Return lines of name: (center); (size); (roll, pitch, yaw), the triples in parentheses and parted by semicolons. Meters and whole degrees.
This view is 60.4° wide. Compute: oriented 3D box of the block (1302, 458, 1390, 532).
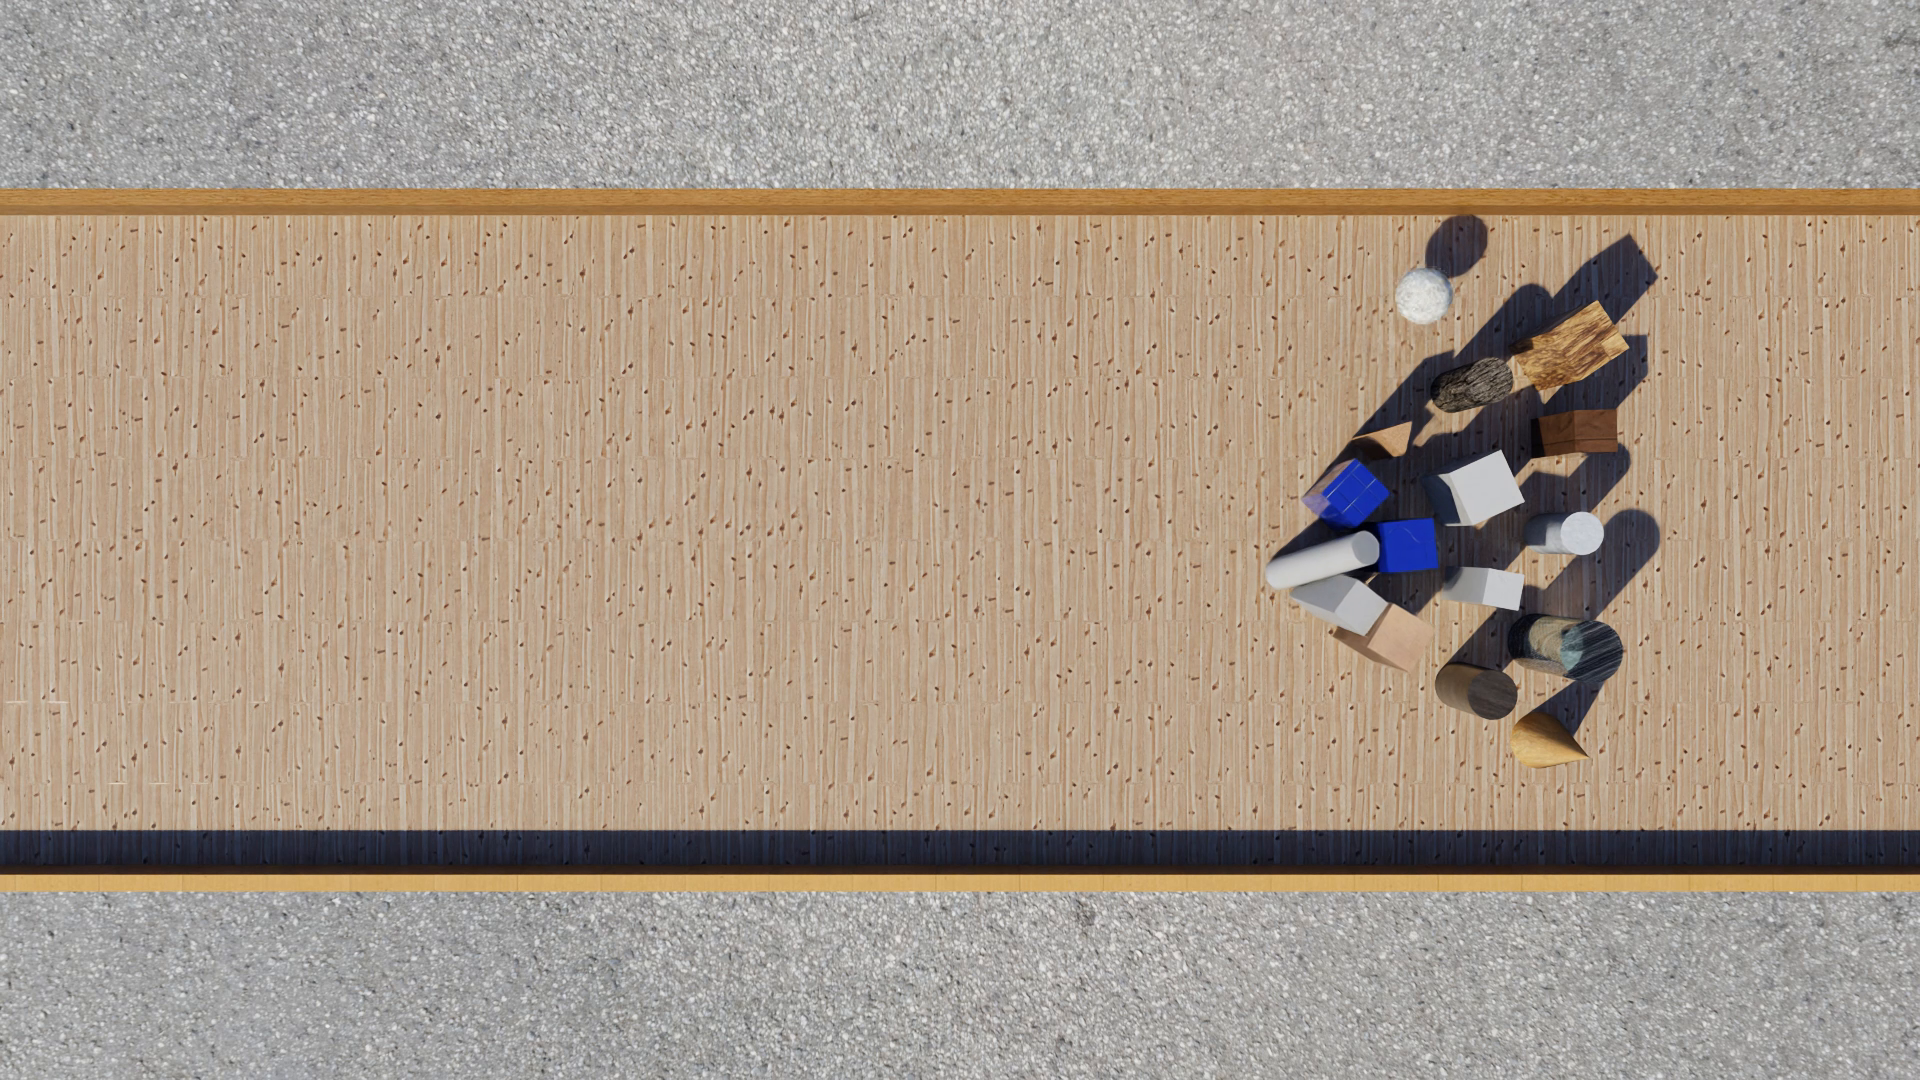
block: (1.142, -0.130, 4.905); (0.141, 0.338, 0.141); (44, 90, 2)

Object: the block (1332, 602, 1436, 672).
block: (1.249, 0.275, 4.879); (0.145, 0.391, 0.145); (31, 90, -2)

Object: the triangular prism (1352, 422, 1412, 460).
triangular prism: (1.267, -0.308, 4.905); (0.098, 0.343, 0.085); (43, 90, 0)

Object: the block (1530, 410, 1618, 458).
block: (1.819, -0.312, 4.897); (0.122, 0.360, 0.122); (-1, 90, 0)

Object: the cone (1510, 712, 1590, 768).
cone: (1.782, 0.616, 4.871); (0.174, 0.411, 0.174); (0, 90, 0)

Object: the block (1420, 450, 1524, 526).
block: (1.522, -0.152, 4.921); (0.165, 0.312, 0.165); (-24, 90, 0)

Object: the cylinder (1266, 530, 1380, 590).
cylinder: (1.066, 0.064, 4.872); (0.100, 0.412, 0.100); (6, 76, -25)

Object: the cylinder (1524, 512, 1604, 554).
cylinder: (1.797, -0.019, 4.920); (0.125, 0.313, 0.125); (0, 90, 0)

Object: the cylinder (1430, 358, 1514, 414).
cylinder: (1.513, -0.456, 4.889); (0.130, 0.375, 0.130); (0, 90, 0)

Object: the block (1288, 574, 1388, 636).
block: (1.117, 0.176, 4.889); (0.118, 0.358, 0.118); (36, 89, -11)

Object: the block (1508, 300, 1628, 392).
block: (1.799, -0.572, 4.896); (0.165, 0.361, 0.165); (-34, 90, 0)

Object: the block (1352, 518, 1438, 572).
block: (1.282, 0.015, 4.882); (0.143, 0.388, 0.143); (-6, 90, 0)

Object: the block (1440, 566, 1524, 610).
block: (1.538, 0.140, 4.871); (0.103, 0.411, 0.103); (10, 90, 0)

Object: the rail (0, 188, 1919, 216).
rail: (-2.247, -1.025, 5.002); (12.000, 0.150, 0.050); (0, 90, 0)

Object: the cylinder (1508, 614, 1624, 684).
cylinder: (1.772, 0.314, 4.851); (0.176, 0.450, 0.176); (0, 90, 0)

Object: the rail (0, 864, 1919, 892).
rail: (-2.247, 1.025, 5.001); (12.000, 0.150, 0.050); (0, 90, 0)

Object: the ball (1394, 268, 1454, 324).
ball: (1.352, -0.712, 4.808); (0.164, 0.164, 0.164); (0, 90, 0)

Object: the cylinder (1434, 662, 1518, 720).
cylinder: (1.533, 0.446, 4.912); (0.145, 0.329, 0.145); (0, 90, 0)
